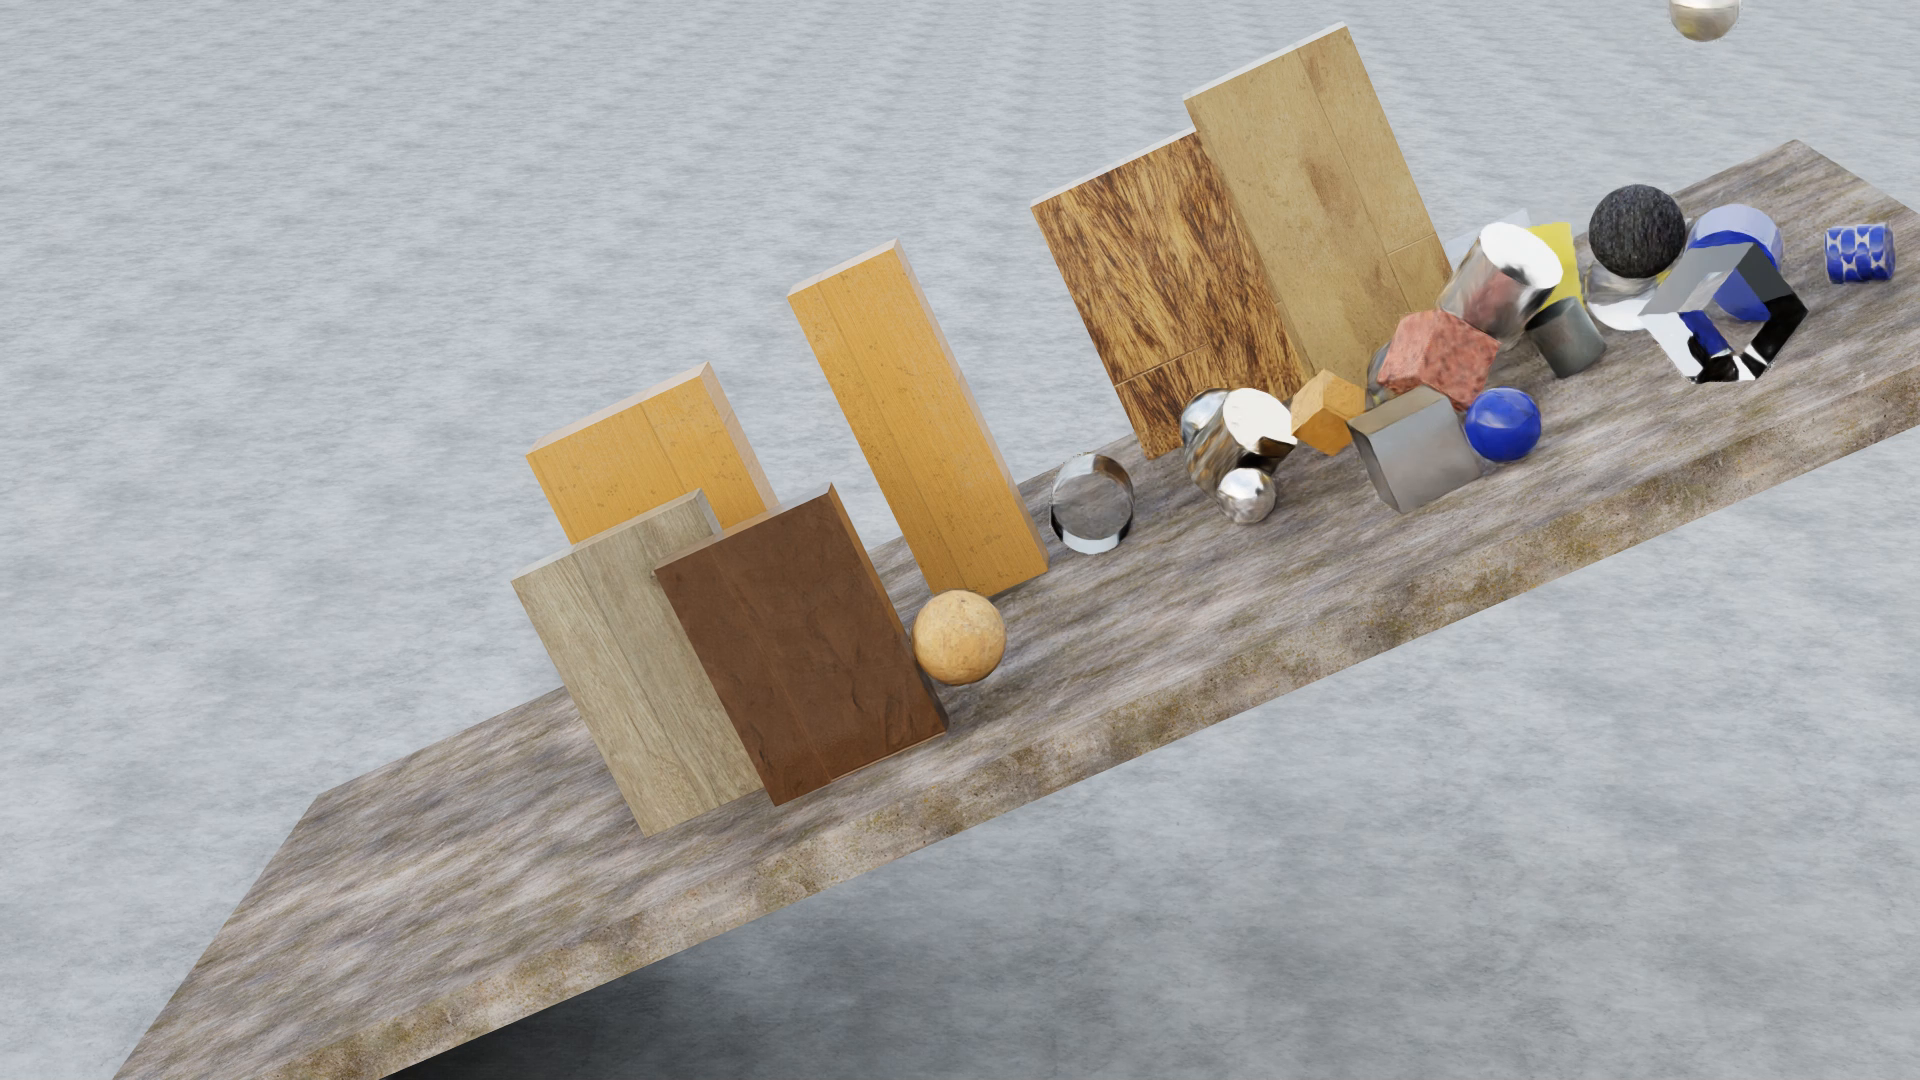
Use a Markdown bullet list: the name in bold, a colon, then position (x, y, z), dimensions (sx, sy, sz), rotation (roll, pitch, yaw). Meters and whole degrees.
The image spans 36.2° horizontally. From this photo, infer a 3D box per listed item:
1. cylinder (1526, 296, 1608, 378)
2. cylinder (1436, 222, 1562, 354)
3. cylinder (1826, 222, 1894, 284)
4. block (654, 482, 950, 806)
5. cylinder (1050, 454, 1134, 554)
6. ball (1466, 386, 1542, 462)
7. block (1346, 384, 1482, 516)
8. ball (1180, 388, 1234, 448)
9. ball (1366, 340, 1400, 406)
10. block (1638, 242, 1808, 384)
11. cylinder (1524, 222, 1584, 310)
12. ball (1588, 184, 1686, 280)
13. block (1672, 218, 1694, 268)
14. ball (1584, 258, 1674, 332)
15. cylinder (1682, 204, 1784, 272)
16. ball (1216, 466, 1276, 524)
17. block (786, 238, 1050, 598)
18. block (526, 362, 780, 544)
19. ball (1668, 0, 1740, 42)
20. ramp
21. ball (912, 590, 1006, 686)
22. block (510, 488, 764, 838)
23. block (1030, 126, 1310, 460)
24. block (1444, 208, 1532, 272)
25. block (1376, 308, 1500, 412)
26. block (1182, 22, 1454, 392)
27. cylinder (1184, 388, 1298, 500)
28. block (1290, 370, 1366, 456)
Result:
- **cylinder**: position (1.226, -0.410, 5.946), dimensions (0.120, 0.120, 0.120), rotation (-34, 12, 8)
- **cylinder**: position (1.107, -0.518, 6.043), dimensions (0.189, 0.189, 0.189), rotation (15, 43, -15)
- **cylinder**: position (1.705, -0.543, 5.573), dimensions (0.107, 0.107, 0.107), rotation (-3, 13, 28)
- **block**: position (-0.299, 0.201, 5.603), dimensions (0.365, 0.520, 0.082), rotation (-24, 13, 9)
- **cylinder**: position (0.284, -0.078, 6.326), dimensions (0.176, 0.176, 0.176), rotation (1, 15, 3)
- **ball**: position (1.022, -0.217, 5.532), dimensions (0.143, 0.143, 0.143), rotation (0, 16, 0)
- **block**: position (0.868, -0.174, 5.632), dimensions (0.170, 0.170, 0.170), rotation (-26, 13, -1)
- **ball**: position (0.571, -0.252, 6.493), dimensions (0.170, 0.170, 0.170), rotation (0, 16, 0)
- **ball**: position (0.935, -0.339, 6.144), dimensions (0.172, 0.172, 0.172), rotation (0, 16, 0)
- **block**: position (1.409, -0.418, 5.436), dimensions (0.179, 0.179, 0.179), rotation (-50, 21, -18)
- **cylinder**: position (1.229, -0.570, 6.318), dimensions (0.194, 0.194, 0.194), rotation (-10, 2, 0)
- **ball**: position (1.342, -0.611, 5.835), dimensions (0.187, 0.187, 0.187), rotation (0, 16, 0)
- **block**: position (1.477, -0.584, 6.174), dimensions (0.124, 0.124, 0.124), rotation (-10, 19, 47)
- **ball**: position (1.365, -0.517, 5.992), dimensions (0.184, 0.184, 0.184), rotation (0, 16, 0)
- **cylinder**: position (1.521, -0.545, 5.799), dimensions (0.188, 0.188, 0.188), rotation (5, 23, 17)
- **ball**: position (0.581, -0.092, 5.965), dimensions (0.120, 0.120, 0.120), rotation (0, 16, 0)
- **block**: position (-0.085, -0.241, 6.347), dimensions (0.251, 0.777, 0.127), rotation (-24, 13, 9)
- **block**: position (-0.547, 0.054, 6.143), dimensions (0.402, 0.746, 0.141), rotation (-24, 13, 9)
- **ball**: position (1.541, -1.104, 6.087), dimensions (0.144, 0.144, 0.144), rotation (0, 16, 0)
- **ramp**: position (0.135, 0.169, 6.282), dimensions (4.000, 0.100, 2.000), rotation (-24, 13, 9)
- **ball**: position (-0.002, 0.187, 5.605), dimensions (0.182, 0.182, 0.182), rotation (0, 16, 0)
- **block**: position (-0.565, 0.245, 5.793), dimensions (0.405, 0.585, 0.081), rotation (-24, 13, 9)
- **block**: position (0.493, -0.570, 6.800), dimensions (0.422, 0.655, 0.101), rotation (-24, 13, 9)
- **block**: position (1.212, -0.594, 6.555), dimensions (0.194, 0.194, 0.194), rotation (-23, 13, 13)
- **block**: position (0.963, -0.358, 5.924), dimensions (0.150, 0.150, 0.150), rotation (27, -11, -19)
- **block**: position (0.823, -0.711, 6.494), dimensions (0.384, 0.760, 0.104), rotation (-24, 13, 9)
- **cylinder**: position (0.582, -0.194, 6.090), dimensions (0.173, 0.173, 0.173), rotation (14, 52, -19)
- **block**: position (0.745, -0.257, 5.951), dimensions (0.105, 0.105, 0.105), rotation (26, 47, -21)
